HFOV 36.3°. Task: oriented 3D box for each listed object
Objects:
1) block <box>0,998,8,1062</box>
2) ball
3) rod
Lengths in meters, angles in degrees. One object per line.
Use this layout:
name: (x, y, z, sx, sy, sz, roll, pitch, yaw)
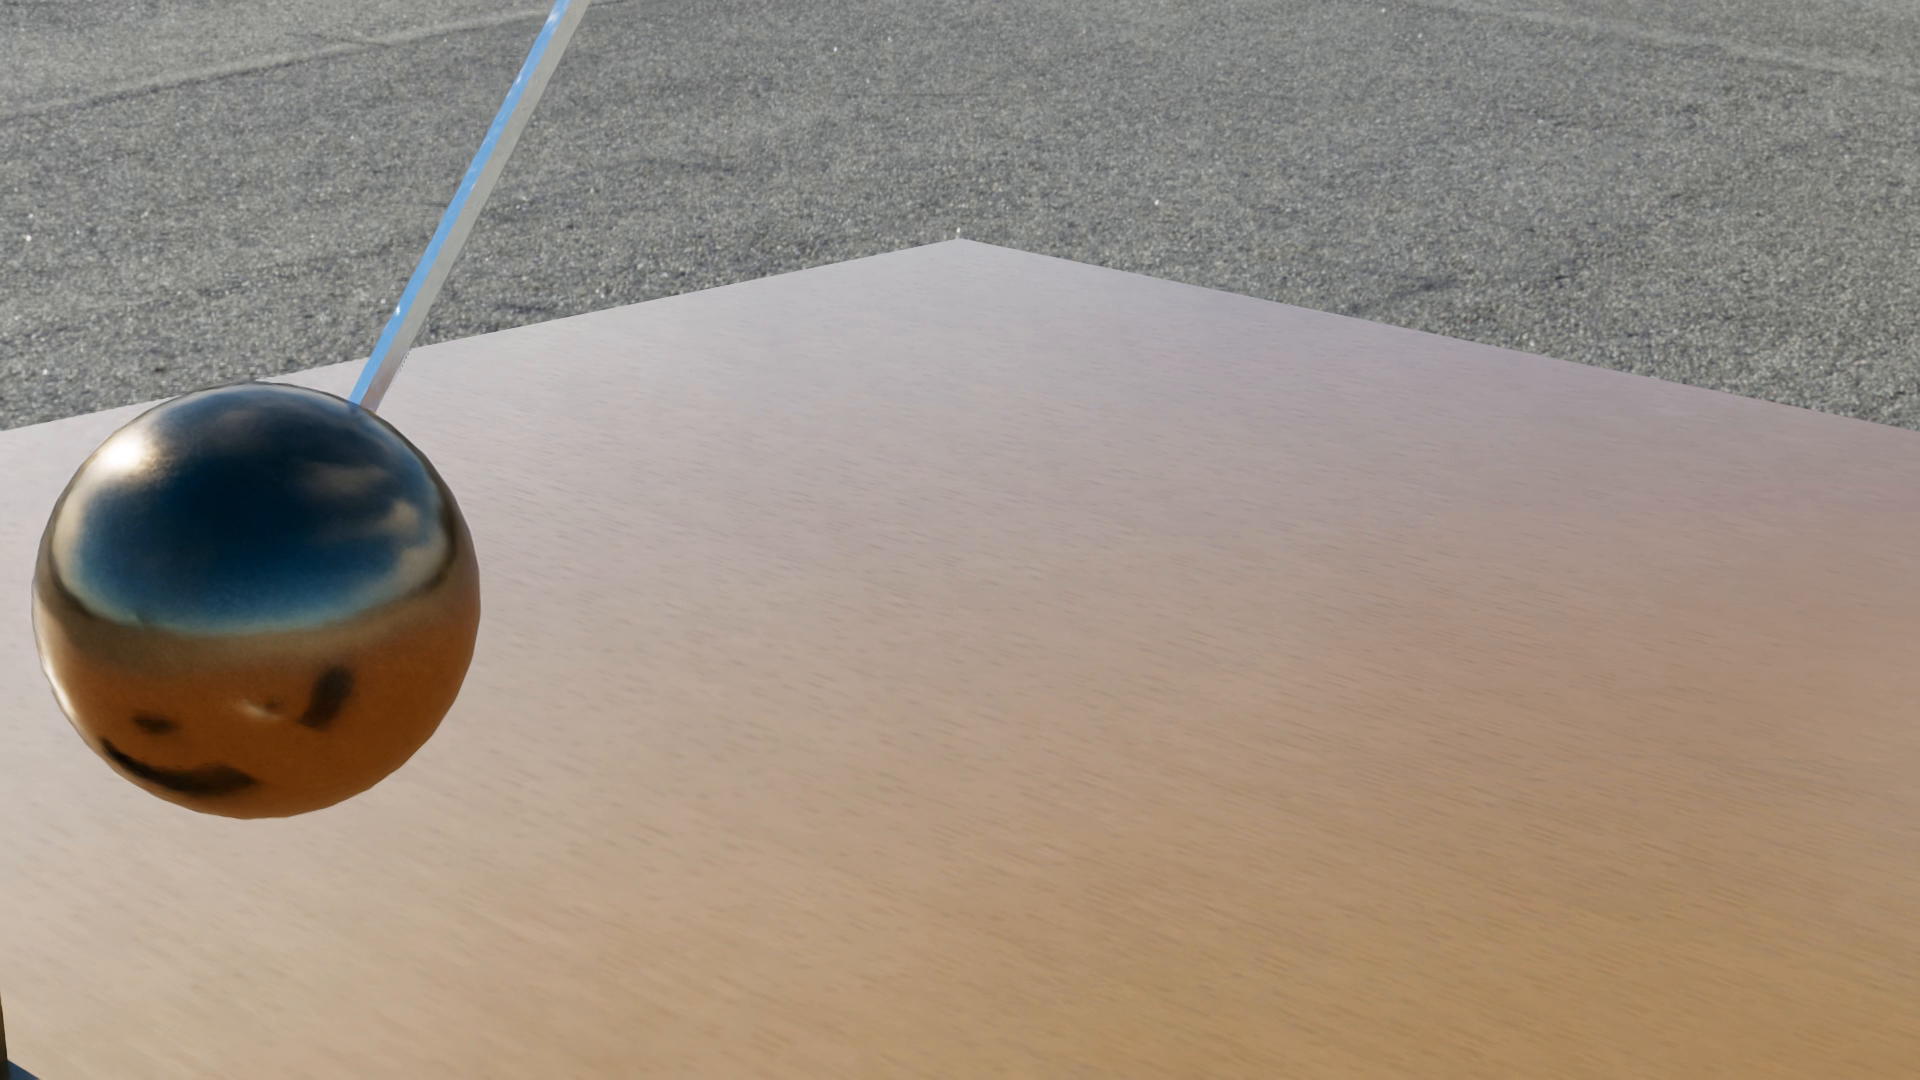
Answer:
block: (-4.304, 1.701, 11.611, 0.745, 0.792, 0.649, 15, 23, 39)
ball: (-2.560, 0.220, 10.727, 1.600, 1.600, 1.600, 0, 17, 0)
rod: (-1.110, -2.801, 11.298, 0.080, 5.200, 0.080, 17, -13, 42)
